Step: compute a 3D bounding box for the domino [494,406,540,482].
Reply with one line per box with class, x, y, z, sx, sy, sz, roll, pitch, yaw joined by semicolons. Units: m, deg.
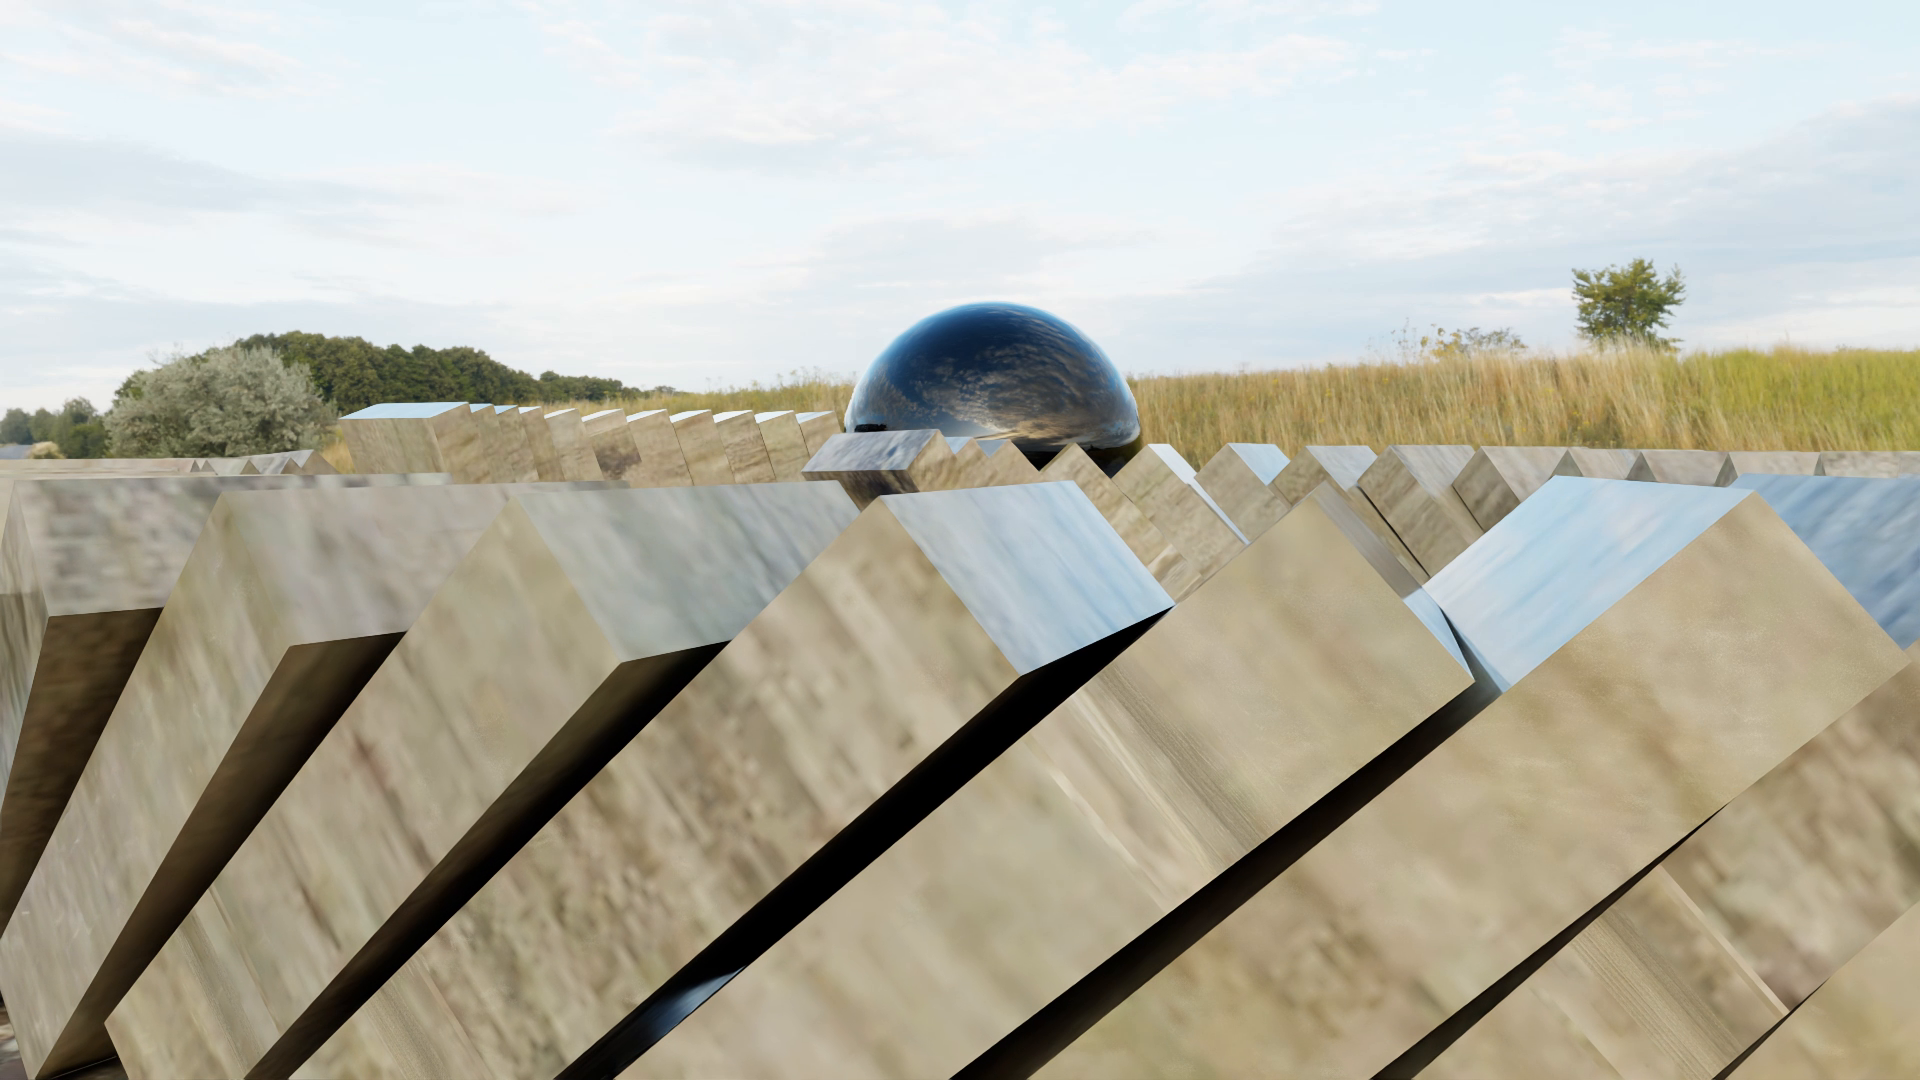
domino;-0.100;-0.003;0.275;0.025;0.050;0.010;2;24;28

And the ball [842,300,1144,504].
ball;0.008;-0.023;0.340;0.080;0.080;0.080;0;4;0

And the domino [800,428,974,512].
domino;-0.003;0.004;0.217;0.025;0.050;0.009;2;45;44

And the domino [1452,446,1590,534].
domino;0.108;0.005;0.217;0.025;0.010;0.050;-1;49;-22

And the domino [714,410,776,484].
domino;-0.051;-0.006;0.317;0.009;0.050;0.025;-22;13;-23

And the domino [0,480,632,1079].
domino;-0.042;0.016;0.084;0.050;0.009;0.025;-46;-23;30

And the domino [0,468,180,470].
domino;-0.102;0.011;0.155;0.025;0.010;0.050;-1;-37;-13

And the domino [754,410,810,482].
domino;-0.042;-0.007;0.321;0.009;0.050;0.025;-22;13;-23

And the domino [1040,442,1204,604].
domino;0.035;0.003;0.246;0.009;0.050;0.025;-43;1;5

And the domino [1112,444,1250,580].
domino;0.052;0.003;0.248;0.010;0.050;0.025;-45;-10;16

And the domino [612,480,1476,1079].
domino;0.003;0.017;0.069;0.050;0.010;0.025;-42;-8;16

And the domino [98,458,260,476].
domino;-0.111;0.007;0.202;0.025;0.009;0.050;1;-37;10

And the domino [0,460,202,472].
domino;-0.107;0.009;0.171;0.025;0.009;0.050;0;-38;-6

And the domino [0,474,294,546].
domino;-0.069;0.015;0.102;0.025;0.009;0.050;-3;-36;-36

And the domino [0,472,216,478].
domino;-0.080;0.014;0.114;0.025;0.009;0.050;-3;-36;-30

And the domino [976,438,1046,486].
domino;0.019;0.003;0.242;0.009;0.050;0.025;-44;11;-7

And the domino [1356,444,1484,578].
domino;0.095;0.004;0.228;0.025;0.050;0.010;-3;-39;-35

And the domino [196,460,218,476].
domino;-0.111;0.008;0.187;0.025;0.009;0.050;0;-38;4

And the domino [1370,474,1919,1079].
domino;0.035;0.017;0.071;0.050;0.009;0.025;-42;4;2

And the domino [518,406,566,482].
domino;-0.096;-0.004;0.289;0.025;0.050;0.009;4;24;46

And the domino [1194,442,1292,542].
domino;0.069;0.003;0.245;0.010;0.050;0.025;-48;-23;26

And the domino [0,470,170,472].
domino;-0.096;0.012;0.141;0.025;0.009;0.050;-1;-36;-19

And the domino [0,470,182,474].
domino;-0.088;0.013;0.127;0.025;0.010;0.050;-2;-36;-24

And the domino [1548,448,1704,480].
domino;0.116;0.007;0.202;0.025;0.010;0.050;0;48;-9

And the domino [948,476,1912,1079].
domino;0.019;0.017;0.069;0.050;0.009;0.025;-42;-2;8

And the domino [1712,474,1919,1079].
domino;0.051;0.017;0.075;0.050;0.009;0.025;-42;8;-3

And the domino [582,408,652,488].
domino;-0.079;-0.005;0.304;0.009;0.050;0.025;-22;13;-23

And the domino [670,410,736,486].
domino;-0.060;-0.006;0.313;0.009;0.050;0.025;-22;13;-23

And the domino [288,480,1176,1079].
domino;-0.013;0.017;0.072;0.050;0.010;0.025;-43;-13;20

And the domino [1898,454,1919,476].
domino;0.117;0.012;0.139;0.025;0.010;0.050;3;48;31

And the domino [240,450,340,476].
domino;-0.110;0.004;0.233;0.025;0.009;0.050;-3;-38;25

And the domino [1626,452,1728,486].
domino;0.119;0.008;0.187;0.025;0.010;0.050;0;48;-1

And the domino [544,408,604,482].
domino;-0.087;-0.005;0.299;0.010;0.050;0.025;-23;14;-24

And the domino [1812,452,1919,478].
domino;0.121;0.010;0.155;0.025;0.009;0.050;2;48;21

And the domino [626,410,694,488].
domino;-0.070;-0.006;0.309;0.010;0.050;0.025;-22;13;-23

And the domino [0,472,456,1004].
domino;-0.055;0.015;0.093;0.025;0.009;0.050;-5;-36;-47

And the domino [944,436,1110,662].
domino;0.007;0.003;0.230;0.010;0.050;0.025;-47;25;-19

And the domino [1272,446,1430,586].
domino;0.083;0.004;0.238;0.025;0.050;0.009;-4;-39;-46

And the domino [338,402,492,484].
domino;-0.102;-0.002;0.253;0.025;0.050;0.010;2;24;27

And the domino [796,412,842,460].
domino;-0.033;-0.007;0.325;0.009;0.050;0.025;-22;13;-23

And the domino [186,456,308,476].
domino;-0.111;0.006;0.218;0.025;0.010;0.050;1;-37;17

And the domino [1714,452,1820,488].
domino;0.121;0.009;0.171;0.025;0.010;0.050;1;48;9

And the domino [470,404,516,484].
domino;-0.101;-0.002;0.264;0.025;0.050;0.009;2;24;27

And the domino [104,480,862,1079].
domino;-0.027;0.017;0.078;0.050;0.009;0.025;-44;-18;25
